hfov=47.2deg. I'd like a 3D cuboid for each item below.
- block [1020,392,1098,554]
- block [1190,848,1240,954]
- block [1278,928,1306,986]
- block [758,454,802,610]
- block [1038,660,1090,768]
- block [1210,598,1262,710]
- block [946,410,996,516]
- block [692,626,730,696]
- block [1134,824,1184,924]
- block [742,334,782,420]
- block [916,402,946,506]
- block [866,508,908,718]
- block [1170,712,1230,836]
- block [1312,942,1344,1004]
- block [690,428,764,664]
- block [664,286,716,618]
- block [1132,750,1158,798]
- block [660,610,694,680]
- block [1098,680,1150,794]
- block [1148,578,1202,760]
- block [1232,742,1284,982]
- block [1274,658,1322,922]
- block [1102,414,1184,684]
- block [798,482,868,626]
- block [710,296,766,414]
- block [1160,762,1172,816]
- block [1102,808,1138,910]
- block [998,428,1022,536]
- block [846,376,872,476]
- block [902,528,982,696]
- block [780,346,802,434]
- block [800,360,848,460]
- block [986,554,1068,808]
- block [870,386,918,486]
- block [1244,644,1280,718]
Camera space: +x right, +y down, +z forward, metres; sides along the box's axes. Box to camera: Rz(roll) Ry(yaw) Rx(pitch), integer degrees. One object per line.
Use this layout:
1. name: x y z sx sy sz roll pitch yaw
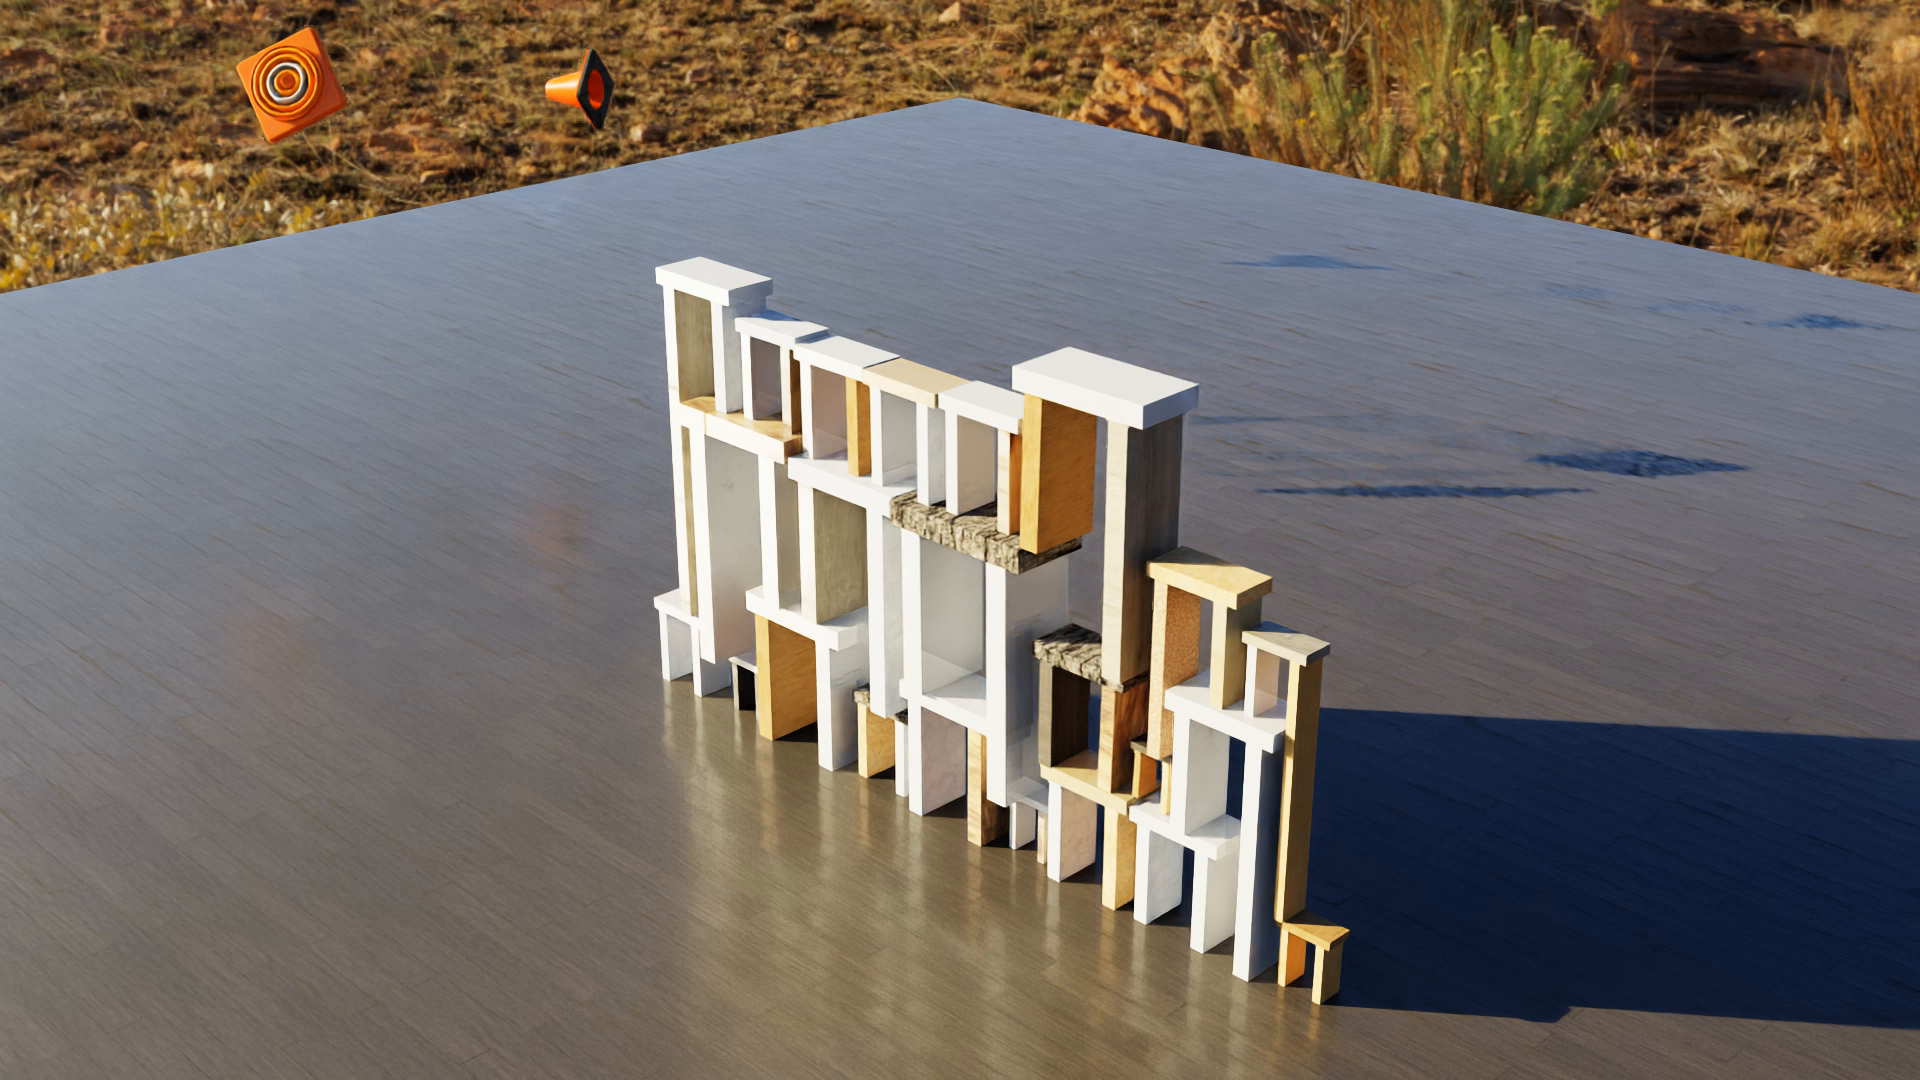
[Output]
1. block: 0.179 -0.137 3.967 0.149 0.299 0.042 -22 33 -40
2. block: 0.466 0.639 3.994 0.029 0.203 0.102 21 31 41
3. block: 0.589 0.728 3.897 0.016 0.115 0.058 21 31 41
4. block: -0.334 -0.037 4.572 0.047 0.334 0.167 21 31 41
5. block: 0.196 0.310 4.137 0.031 0.217 0.108 21 31 39
6. block: 0.475 0.185 3.788 0.028 0.196 0.098 21 31 41
7. block: 0.020 -0.157 4.137 0.101 0.202 0.029 -22 31 -40
8. block: -0.558 0.258 4.933 0.024 0.171 0.086 21 31 41
9. block: 0.370 0.602 4.082 0.029 0.203 0.102 21 31 41
10. block: -0.403 -0.346 4.518 0.026 0.183 0.091 21 31 41
11. block: -0.035 -0.175 4.180 0.100 0.201 0.028 -22 31 -40
12. block: -0.112 0.128 4.400 0.153 0.444 0.043 -21 31 -40
13. block: 0.430 0.398 3.924 0.034 0.237 0.118 21 31 41
14. block: 0.644 0.749 3.847 0.016 0.115 0.058 21 31 41
15. block: -0.492 -0.005 4.757 0.047 0.535 0.167 21 31 41
16. block: -0.565 -0.197 4.762 0.033 0.753 0.118 21 31 41
17. block: 0.340 0.420 4.030 0.049 0.097 0.014 -21 34 -40
18. block: -0.639 0.227 5.007 0.024 0.171 0.085 21 31 41
19. block: 0.304 0.348 4.047 0.031 0.217 0.108 22 31 39
20. block: 0.381 0.217 3.904 0.028 0.347 0.098 21 31 40
21. block: 0.542 0.549 3.867 0.034 0.469 0.118 21 31 41
22. block: 0.580 0.426 3.775 0.019 0.504 0.067 21 31 41
23. block: 0.320 0.005 3.873 0.042 0.489 0.149 21 32 40
24. block: -0.255 0.008 4.505 0.043 0.305 0.153 21 31 41
25. block: -0.454 -0.391 4.558 0.033 0.236 0.118 21 31 41
26. block: 0.386 0.443 3.987 0.014 0.105 0.049 23 32 40
27. block: 0.316 0.578 4.128 0.030 0.211 0.105 21 30 40
28. block: 0.115 -0.120 4.049 0.101 0.203 0.029 -22 31 -40
29. block: -0.174 -0.234 4.315 0.101 0.202 0.029 -21 31 -40
30. block: -0.033 0.118 4.310 0.049 0.343 0.171 21 31 41
31. block: -0.317 -0.312 4.439 0.026 0.183 0.091 21 31 41
32. block: -0.269 -0.271 4.403 0.101 0.202 0.029 -21 31 -40
33. block: 0.128 0.253 4.192 0.171 0.499 0.049 -22 31 -40
34. block: -0.126 -0.212 4.267 0.100 0.200 0.028 -21 31 -41
35. block: 0.517 0.231 3.760 0.019 0.133 0.067 21 31 41
